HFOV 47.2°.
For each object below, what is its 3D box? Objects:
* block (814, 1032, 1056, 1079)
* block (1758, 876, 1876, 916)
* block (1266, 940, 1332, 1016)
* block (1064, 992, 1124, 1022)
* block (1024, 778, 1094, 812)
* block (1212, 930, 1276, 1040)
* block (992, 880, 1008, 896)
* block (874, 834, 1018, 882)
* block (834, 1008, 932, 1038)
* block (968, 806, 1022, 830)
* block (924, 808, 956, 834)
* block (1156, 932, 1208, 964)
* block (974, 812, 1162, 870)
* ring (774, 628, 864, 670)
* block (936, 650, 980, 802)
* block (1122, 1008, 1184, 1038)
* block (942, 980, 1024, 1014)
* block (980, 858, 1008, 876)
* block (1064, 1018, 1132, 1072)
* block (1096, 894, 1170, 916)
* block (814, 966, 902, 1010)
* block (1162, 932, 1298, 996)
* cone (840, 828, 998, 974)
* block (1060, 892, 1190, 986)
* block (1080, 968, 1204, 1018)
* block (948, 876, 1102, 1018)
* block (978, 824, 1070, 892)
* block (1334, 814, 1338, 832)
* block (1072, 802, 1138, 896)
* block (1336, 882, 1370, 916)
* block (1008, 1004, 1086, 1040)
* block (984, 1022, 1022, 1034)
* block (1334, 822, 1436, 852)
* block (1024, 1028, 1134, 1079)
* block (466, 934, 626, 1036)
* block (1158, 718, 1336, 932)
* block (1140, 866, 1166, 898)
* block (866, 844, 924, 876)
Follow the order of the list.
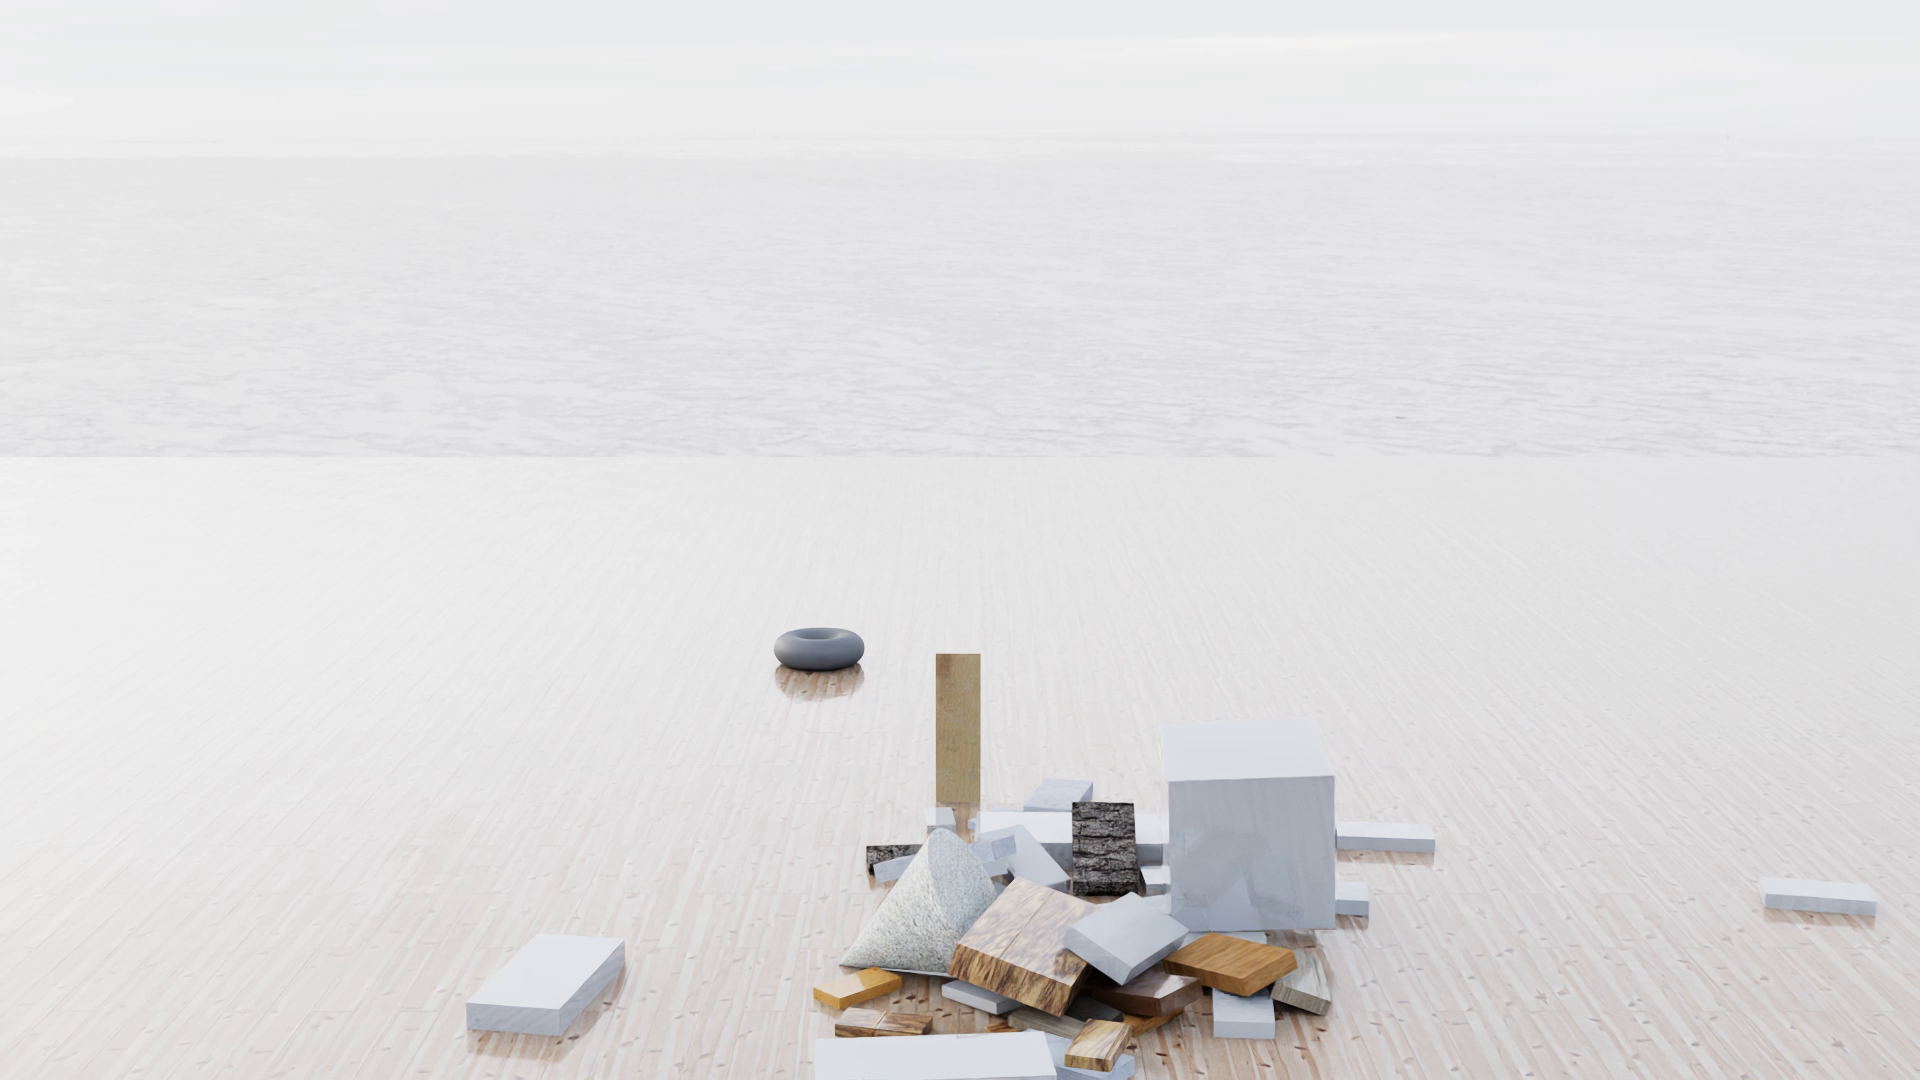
[{"bbox_3d":[-0.035,0.693,2.872,0.307,0.039,0.139,-1,11,-5],"label":"block"},{"bbox_3d":[1.411,0.586,3.623,0.170,0.024,0.085,3,11,13],"label":"block"},{"bbox_3d":[0.495,0.644,3.240,0.085,0.024,0.169,19,11,0],"label":"block"},{"bbox_3d":[0.177,0.674,3.120,0.054,0.015,0.107,-33,27,-28],"label":"block"},{"bbox_3d":[0.186,0.490,4.137,0.092,0.026,0.184,3,11,15],"label":"block"},{"bbox_3d":[0.416,0.654,3.260,0.085,0.024,0.363,1,11,5],"label":"block"},{"bbox_3d":[0.055,0.594,3.571,0.098,0.028,0.196,-8,13,-36],"label":"block"},{"bbox_3d":[-0.024,0.532,3.672,0.215,0.030,0.108,-14,-6,21],"label":"block"},{"bbox_3d":[-0.108,0.686,3.103,0.125,0.018,0.063,3,11,15],"label":"block"},{"bbox_3d":[0.065,0.514,4.038,0.052,0.015,0.104,8,13,36],"label":"block"},{"bbox_3d":[-0.038,0.514,4.037,0.052,0.015,0.104,-1,11,-5],"label":"block"},{"bbox_3d":[0.298,0.628,3.396,0.169,0.024,0.085,1,11,5],"label":"block"},{"bbox_3d":[0.198,0.528,3.868,0.341,0.048,0.171,0,11,2],"label":"block"},{"bbox_3d":[-0.336,0.259,5.257,0.217,0.072,0.217,0,9,0],"label":"ring"},{"bbox_3d":[-0.003,0.353,4.155,0.085,0.289,0.024,0,11,0],"label":"block"},{"bbox_3d":[0.262,0.678,3.146,0.060,0.017,0.120,9,14,40],"label":"block"},{"bbox_3d":[0.035,0.663,3.206,0.060,0.017,0.120,-9,10,-40],"label":"block"},{"bbox_3d":[0.020,0.549,3.648,0.086,0.024,0.171,-11,-6,-11],"label":"block"},{"bbox_3d":[0.188,0.684,2.980,0.063,0.018,0.125,3,11,18],"label":"block"},{"bbox_3d":[0.298,0.602,3.537,0.169,0.024,0.085,-4,11,-22],"label":"block"},{"bbox_3d":[-0.151,0.660,3.244,0.120,0.017,0.060,-10,14,-42],"label":"block"},{"bbox_3d":[0.396,0.623,3.238,0.098,0.028,0.196,-22,10,-29],"label":"block"},{"bbox_3d":[-0.085,0.594,3.321,0.239,0.239,0.239,-28,3,17],"label":"cone"},{"bbox_3d":[0.248,0.587,3.257,0.108,0.030,0.268,32,14,19],"label":"block"},{"bbox_3d":[0.242,0.651,3.177,0.196,0.028,0.098,-3,6,42],"label":"block"},{"bbox_3d":[0.115,0.591,3.227,0.171,0.048,0.350,18,11,12],"label":"block"},{"bbox_3d":[0.107,0.543,3.708,0.086,0.024,0.171,-9,30,-26],"label":"block"},{"bbox_3d":[0.618,0.526,3.941,0.092,0.026,0.184,3,11,17],"label":"block"},{"bbox_3d":[0.245,0.524,3.742,0.108,0.030,0.215,0,31,2],"label":"block"},{"bbox_3d":[0.580,0.587,3.618,0.179,0.025,0.090,1,11,8],"label":"block"},{"bbox_3d":[0.127,0.678,3.071,0.107,0.015,0.054,13,19,33],"label":"block"},{"bbox_3d":[0.094,0.690,3.090,0.107,0.015,0.054,-5,12,-26],"label":"block"},{"bbox_3d":[0.758,0.530,3.927,0.170,0.024,0.085,1,11,7],"label":"block"},{"bbox_3d":[0.141,0.706,2.979,0.170,0.024,0.085,7,13,34],"label":"block"},{"bbox_3d":[-0.605,0.651,3.235,0.139,0.039,0.278,2,11,10],"label":"block"},{"bbox_3d":[0.454,0.451,3.505,0.253,0.253,0.253,-2,15,3],"label":"block"},{"bbox_3d":[0.396,0.573,3.689,0.179,0.025,0.090,-1,11,-3],"label":"block"},{"bbox_3d":[-0.074,0.552,3.808,0.171,0.024,0.085,-1,11,-6],"label":"block"}]
